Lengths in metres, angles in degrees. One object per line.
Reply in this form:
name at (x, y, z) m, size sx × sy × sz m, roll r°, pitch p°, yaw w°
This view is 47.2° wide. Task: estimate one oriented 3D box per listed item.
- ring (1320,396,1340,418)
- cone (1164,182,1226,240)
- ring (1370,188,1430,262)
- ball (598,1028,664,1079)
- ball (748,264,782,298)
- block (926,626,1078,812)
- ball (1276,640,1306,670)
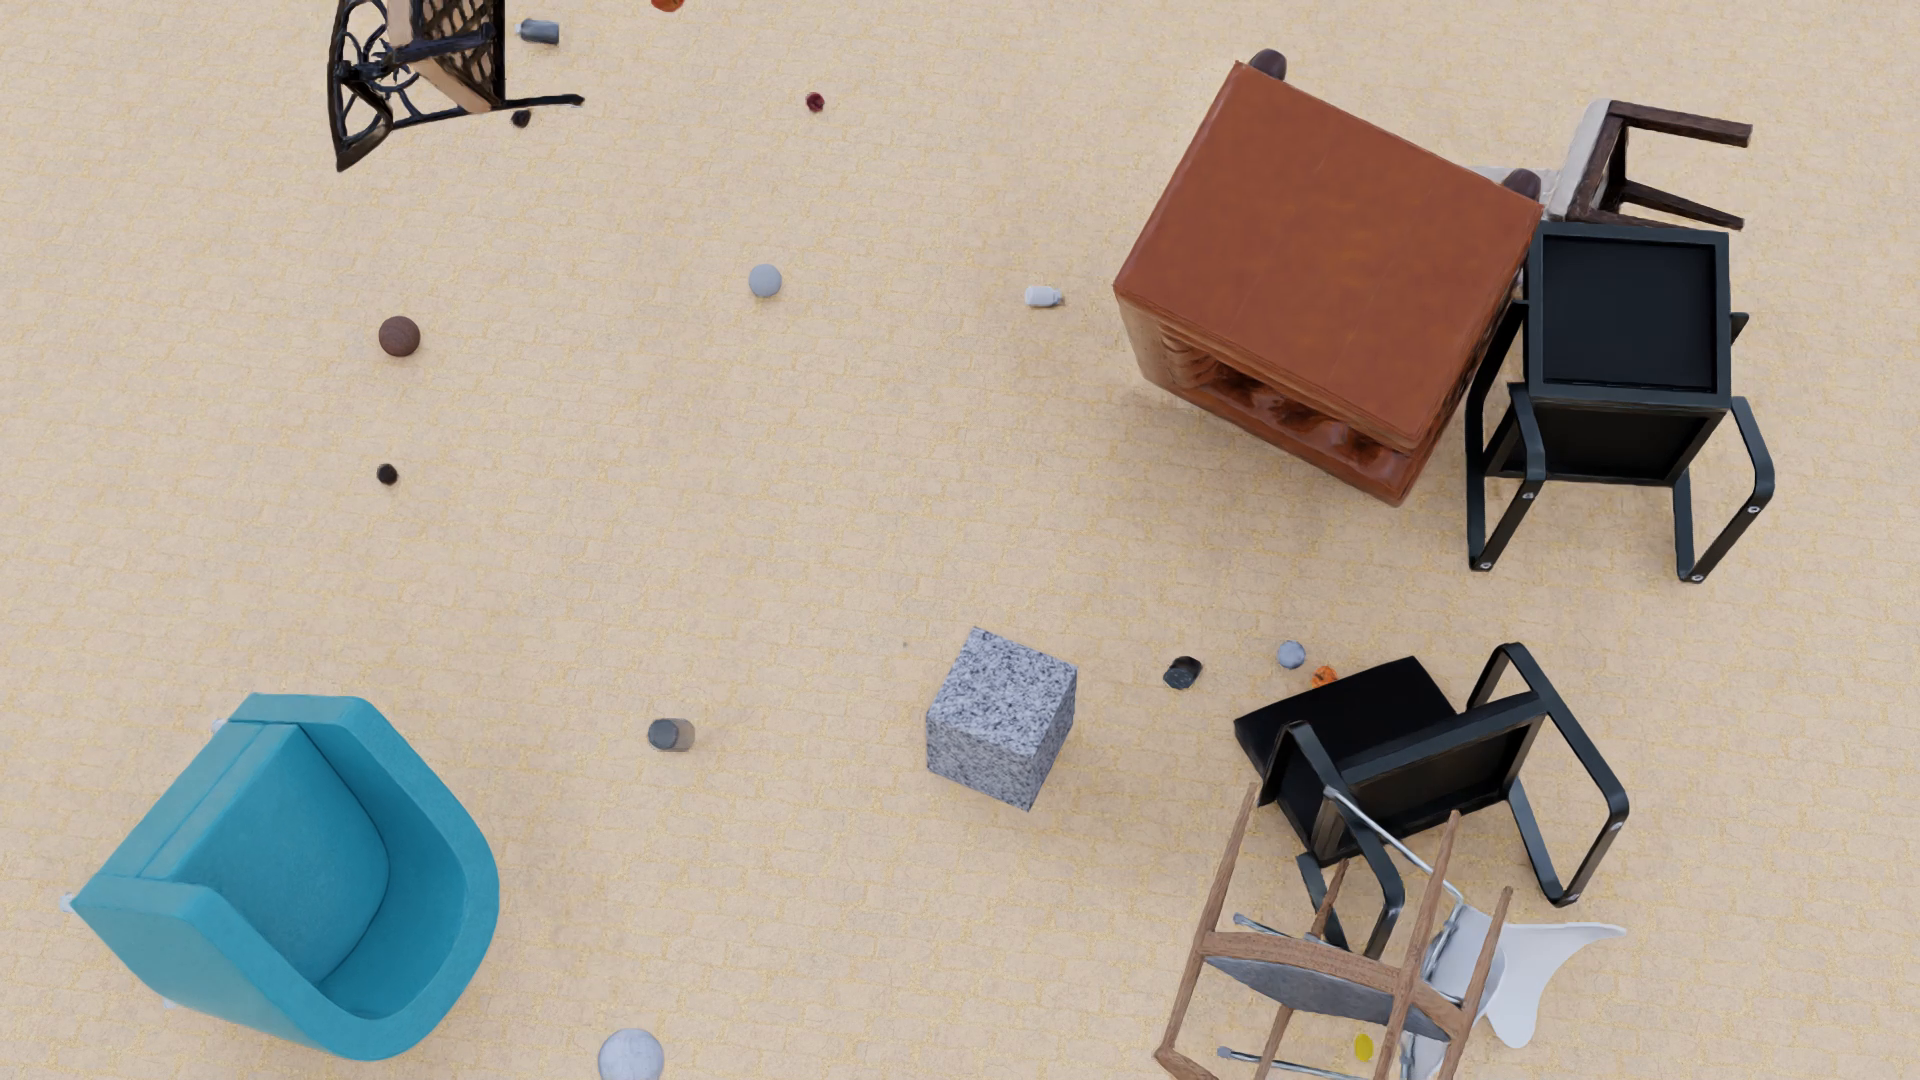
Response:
ring at (1.152, -0.412, 6.834) m, size 0.061 × 0.028 × 0.081 m, roll -5°, pitch 56°, yaw -2°
cone at (0.813, -1.088, 7.254) m, size 0.188 × 0.182 × 0.216 m, roll -7°, pitch 36°, yaw -37°
ring at (1.427, -1.025, 7.143) m, size 0.105 × 0.204 × 0.283 m, roll 36°, pitch 61°, yaw -17°
ball at (-0.728, 1.151, 4.860) m, size 0.145 × 0.145 × 0.145 m, roll 0°, pitch 56°, yaw 0°
ball at (-0.626, -0.834, 7.068) m, size 0.109 × 0.109 × 0.109 m, roll 0°, pitch 56°, yaw 0°
block at (0.114, 0.494, 6.054) m, size 0.311 × 0.314 × 0.310 m, roll 21°, pitch 59°, yaw 14°
ball at (0.950, 0.330, 6.303) m, size 0.082 × 0.082 × 0.082 m, roll 0°, pitch 56°, yaw 0°
